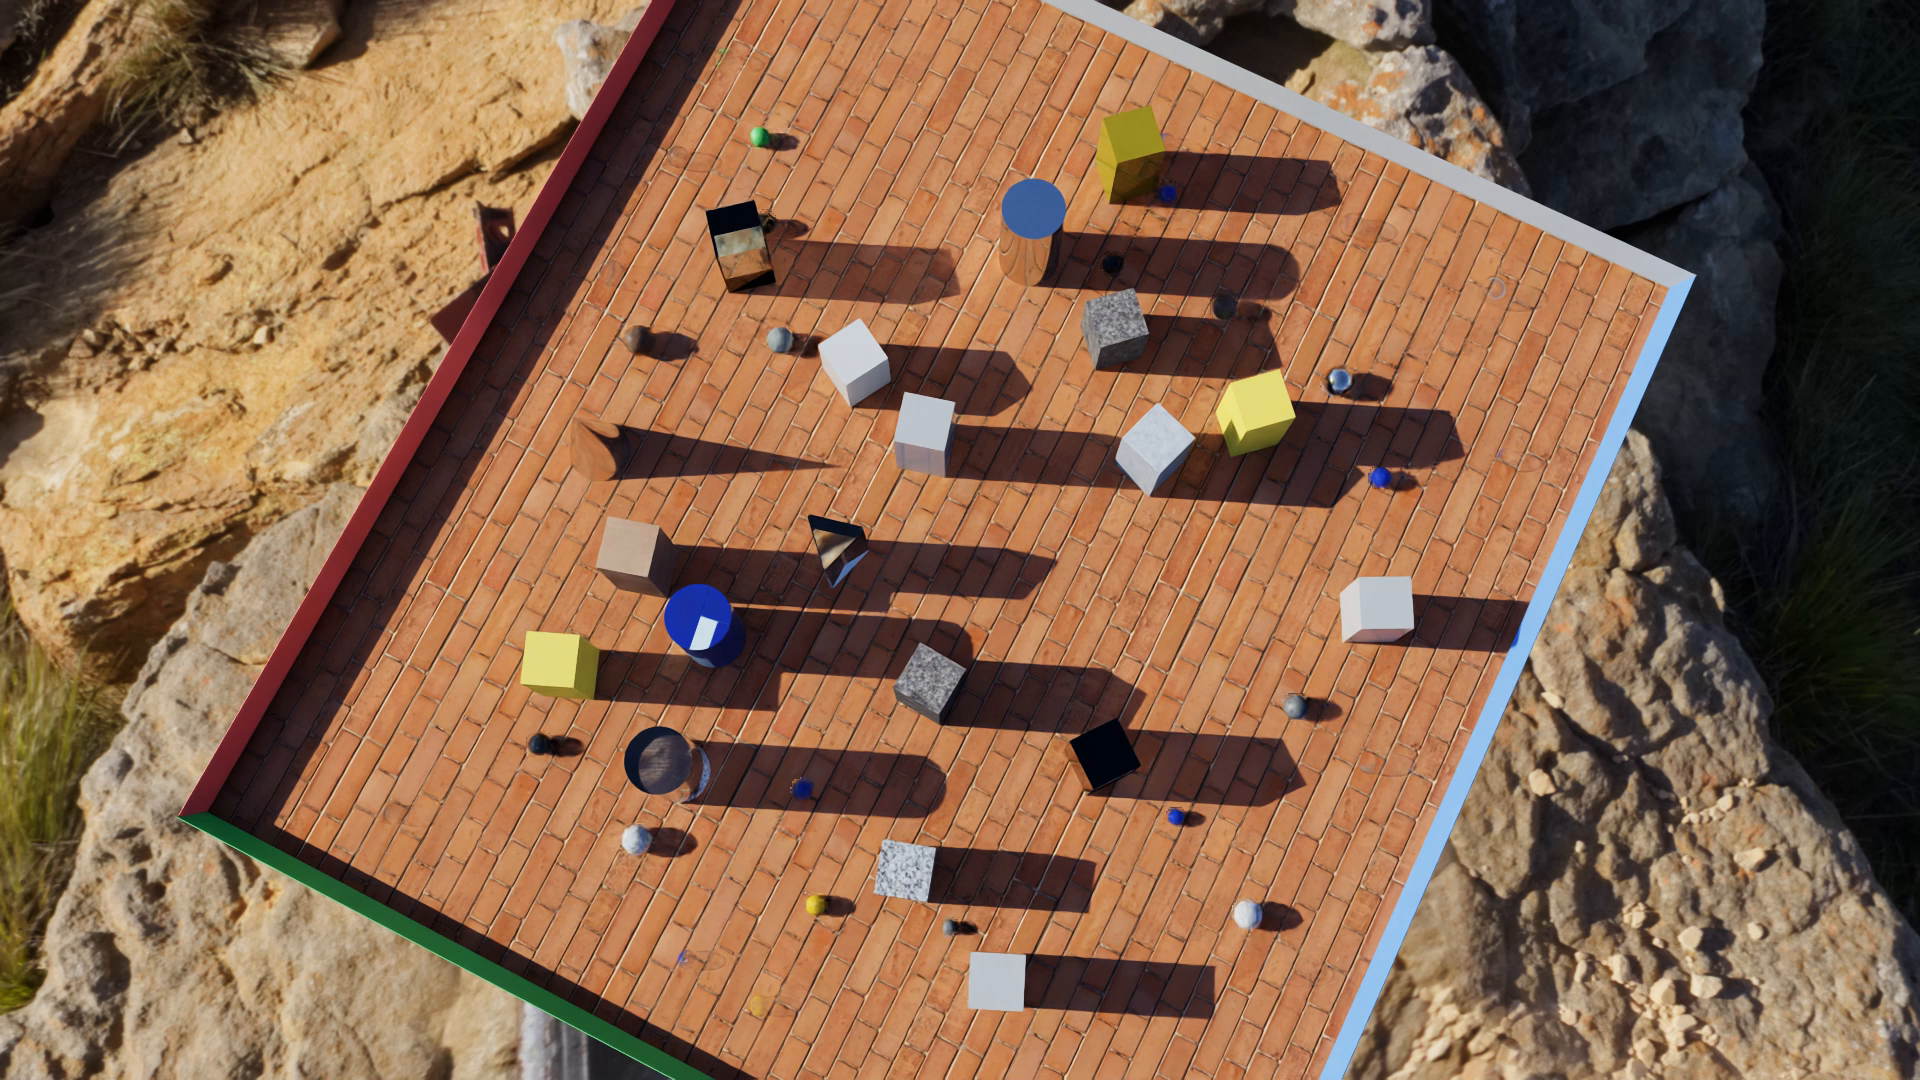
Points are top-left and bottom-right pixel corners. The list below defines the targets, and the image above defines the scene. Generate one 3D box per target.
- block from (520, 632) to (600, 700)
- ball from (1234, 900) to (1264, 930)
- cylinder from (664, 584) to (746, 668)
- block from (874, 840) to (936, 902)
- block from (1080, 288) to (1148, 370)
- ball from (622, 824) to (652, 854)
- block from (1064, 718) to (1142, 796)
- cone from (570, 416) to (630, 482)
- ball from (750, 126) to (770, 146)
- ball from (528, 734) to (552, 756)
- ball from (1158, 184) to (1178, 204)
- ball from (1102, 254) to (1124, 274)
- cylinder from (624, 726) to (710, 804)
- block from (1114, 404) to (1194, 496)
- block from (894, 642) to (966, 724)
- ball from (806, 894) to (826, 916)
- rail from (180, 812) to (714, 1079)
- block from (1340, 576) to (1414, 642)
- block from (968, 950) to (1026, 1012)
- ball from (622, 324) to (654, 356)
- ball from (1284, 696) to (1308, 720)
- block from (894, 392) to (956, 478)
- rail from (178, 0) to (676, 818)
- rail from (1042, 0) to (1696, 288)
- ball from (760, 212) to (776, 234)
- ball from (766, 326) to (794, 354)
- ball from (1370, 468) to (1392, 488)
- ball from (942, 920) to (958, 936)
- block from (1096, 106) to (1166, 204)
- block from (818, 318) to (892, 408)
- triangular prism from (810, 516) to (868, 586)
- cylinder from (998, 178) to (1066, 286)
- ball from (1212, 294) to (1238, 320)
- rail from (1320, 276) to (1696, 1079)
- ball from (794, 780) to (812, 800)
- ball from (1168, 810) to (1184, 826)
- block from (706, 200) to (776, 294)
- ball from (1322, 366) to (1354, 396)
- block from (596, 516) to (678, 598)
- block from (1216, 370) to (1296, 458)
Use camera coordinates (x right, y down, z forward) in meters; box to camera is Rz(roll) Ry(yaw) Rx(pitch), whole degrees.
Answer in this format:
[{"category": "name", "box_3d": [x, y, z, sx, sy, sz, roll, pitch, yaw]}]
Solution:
[{"category": "block", "box_3d": [-1.172, 0.371, 5.388, 0.152, 0.298, 0.152, 4, 78, 1]}, {"category": "ball", "box_3d": [0.841, 1.094, 5.347, 0.085, 0.085, 0.085, 0, 78, 0]}, {"category": "cylinder", "box_3d": [-0.743, 0.255, 5.374, 0.190, 0.370, 0.190, 0, 78, 0]}, {"category": "block", "box_3d": [-0.156, 0.957, 5.289, 0.152, 0.254, 0.152, 9, 78, 2]}, {"category": "block", "box_3d": [0.473, -0.645, 5.628, 0.152, 0.238, 0.152, -16, 79, -3]}, {"category": "ball", "box_3d": [-0.950, 0.881, 5.389, 0.088, 0.088, 0.088, 0, 78, 0]}, {"category": "block", "box_3d": [0.413, 0.634, 5.343, 0.152, 0.279, 0.152, -26, 79, -5]}, {"category": "cone", "box_3d": [-1.114, -0.316, 5.474, 0.190, 0.408, 0.190, 0, 78, 0]}, {"category": "ball", "box_3d": [-0.638, -1.287, 5.851, 0.063, 0.063, 0.063, 0, 78, 0]}, {"category": "ball", "box_3d": [-1.251, 0.609, 5.457, 0.067, 0.067, 0.067, 0, 78, 0]}, {"category": "ball", "box_3d": [0.658, -1.097, 5.812, 0.061, 0.061, 0.061, 0, 78, 0]}, {"category": "ball", "box_3d": [0.480, -0.867, 5.762, 0.066, 0.066, 0.066, 0, 78, 0]}, {"category": "cylinder", "box_3d": [-0.841, 0.652, 5.288, 0.190, 0.378, 0.190, 0, 78, 0]}, {"category": "block", "box_3d": [0.583, -0.269, 5.518, 0.152, 0.301, 0.152, 44, 82, 8]}, {"category": "block", "box_3d": [-0.087, 0.425, 5.378, 0.152, 0.294, 0.152, 30, 80, 6]}, {"category": "ball", "box_3d": [-0.421, 1.069, 5.364, 0.061, 0.061, 0.061, 0, 78, 0]}, {"category": "rail", "box_3d": [-0.776, 1.527, 5.236, 3.328, 0.124, 0.045, 26, 80, 5]}, {"category": "block", "box_3d": [1.234, 0.208, 5.437, 0.152, 0.267, 0.152, -1, 78, 0]}, {"category": "block", "box_3d": [0.102, 1.249, 5.203, 0.152, 0.303, 0.152, 3, 78, 1]}, {"category": "ball", "box_3d": [-1.000, -0.621, 5.696, 0.095, 0.095, 0.095, 0, 78, 0]}, {"category": "ball", "box_3d": [1.005, 0.500, 5.476, 0.073, 0.073, 0.073, 0, 78, 0]}, {"category": "block", "box_3d": [-0.104, -0.314, 5.516, 0.152, 0.324, 0.152, 12, 79, 2]}, {"category": "rail", "box_3d": [-1.467, -0.712, 5.700, 0.045, 0.124, 3.519, 26, 80, 5]}, {"category": "rail", "box_3d": [0.776, -1.514, 5.865, 3.328, 0.124, 0.045, 26, 80, 5]}, {"category": "ball", "box_3d": [-0.617, -1.000, 5.788, 0.069, 0.069, 0.069, 0, 78, 0]}, {"category": "ball", "box_3d": [-0.560, -0.622, 5.703, 0.083, 0.083, 0.083, 0, 78, 0]}, {"category": "ball", "box_3d": [1.293, -0.191, 5.624, 0.063, 0.063, 0.063, 0, 78, 0]}, {"category": "ball", "box_3d": [-0.030, 1.133, 5.360, 0.044, 0.044, 0.044, 0, 78, 0]}, {"category": "block", "box_3d": [0.527, -1.194, 5.698, 0.152, 0.323, 0.152, -15, 79, -3]}, {"category": "block", "box_3d": [-0.321, -0.540, 5.605, 0.152, 0.240, 0.152, -34, 80, -7]}, {"category": "triangular prism", "box_3d": [-0.387, 0.008, 5.456, 0.143, 0.311, 0.165, 43, 81, 8]}, {"category": "cylinder", "box_3d": [0.218, -0.935, 5.601, 0.190, 0.408, 0.190, 0, 78, 0]}, {"category": "ball", "box_3d": [0.826, -0.726, 5.727, 0.079, 0.079, 0.079, 0, 78, 0]}, {"category": "rail", "box_3d": [1.467, 0.725, 5.402, 0.045, 0.124, 3.519, 26, 80, 5]}, {"category": "ball", "box_3d": [-0.467, 0.741, 5.435, 0.056, 0.056, 0.056, 0, 78, 0]}, {"category": "ball", "box_3d": [0.640, 0.820, 5.422, 0.048, 0.048, 0.048, 0, 78, 0]}, {"category": "block", "box_3d": [-0.673, -0.900, 5.642, 0.152, 0.314, 0.152, -13, 79, -3]}, {"category": "ball", "box_3d": [1.170, -0.492, 5.670, 0.095, 0.095, 0.095, 0, 78, 0]}, {"category": "block", "box_3d": [-0.951, 0.055, 5.421, 0.152, 0.360, 0.152, 11, 79, 2]}, {"category": "block", "box_3d": [0.890, -0.379, 5.535, 0.152, 0.313, 0.152, -16, 79, -3]}]
